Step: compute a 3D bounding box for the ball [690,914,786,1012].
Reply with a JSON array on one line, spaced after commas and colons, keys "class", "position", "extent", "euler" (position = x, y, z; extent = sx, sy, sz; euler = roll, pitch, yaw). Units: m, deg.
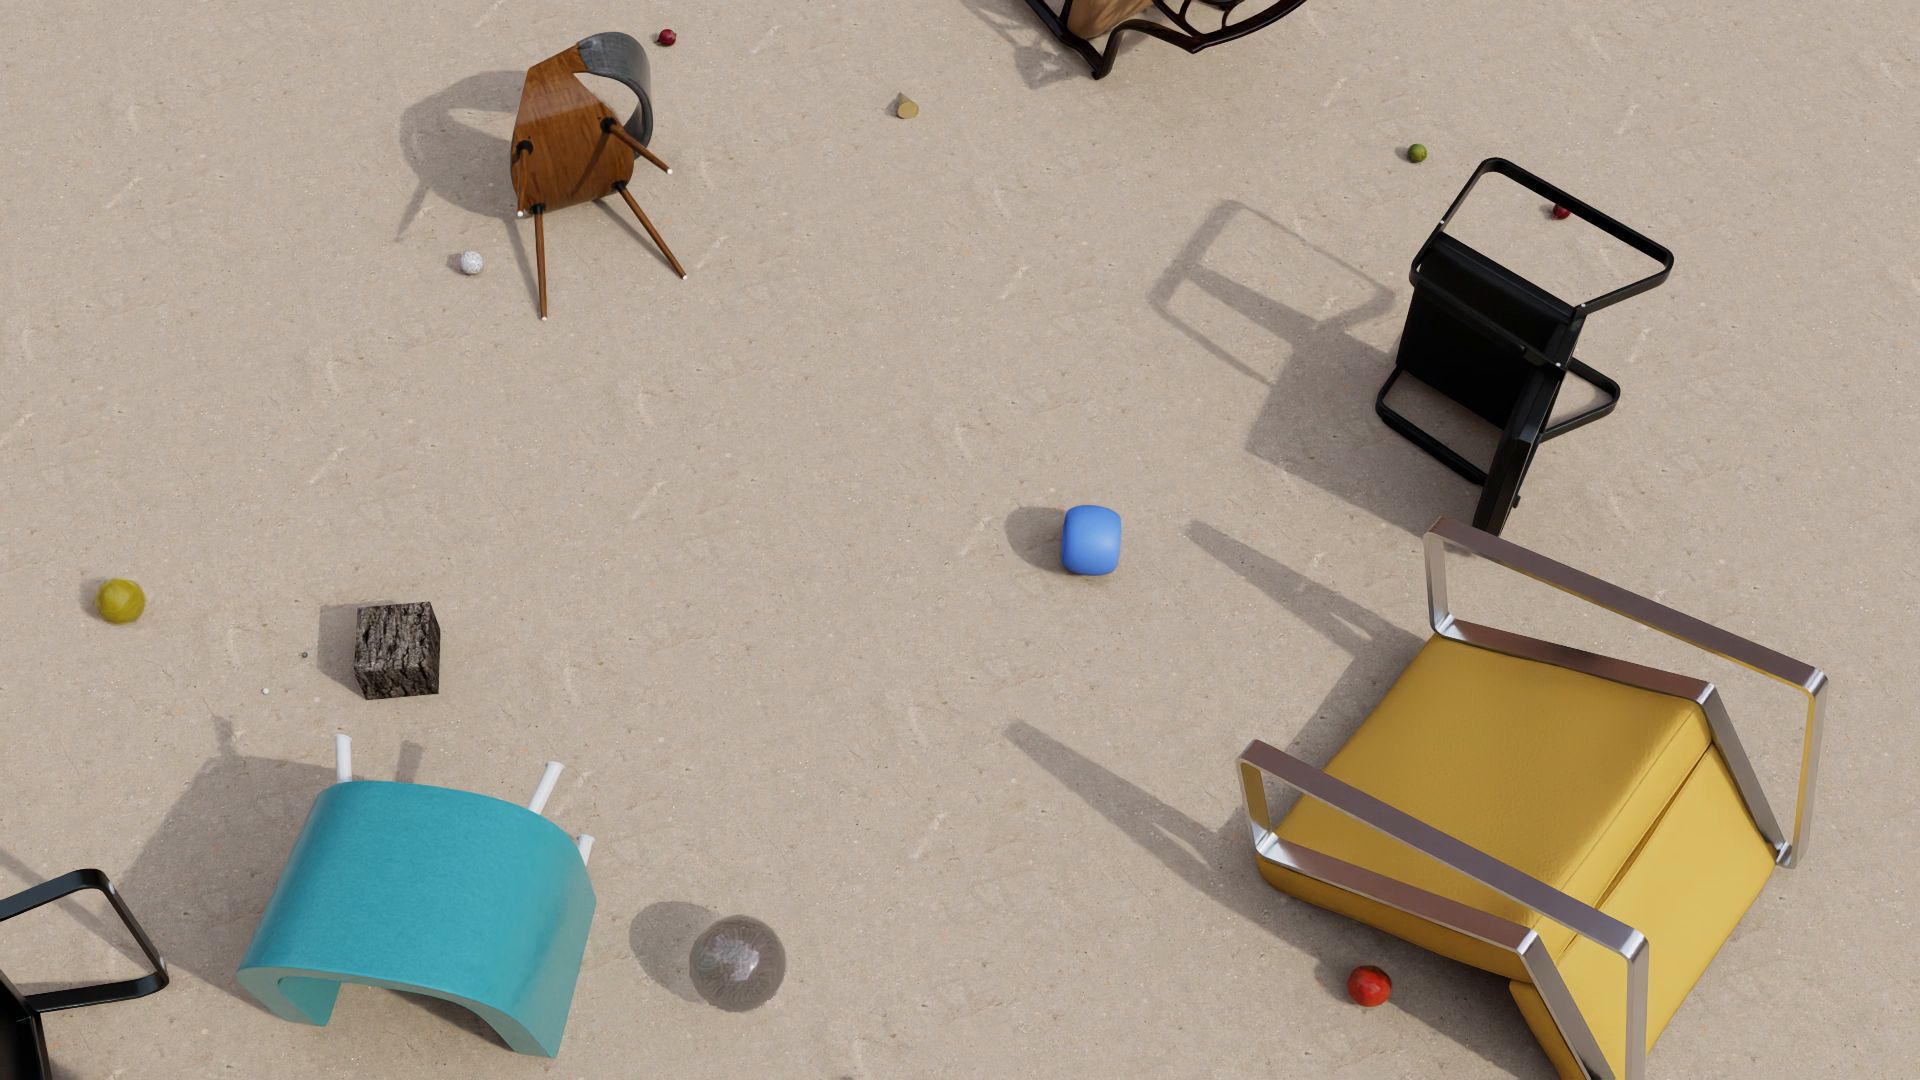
[{"class": "ball", "position": [-0.575, 1.095, 5.689], "extent": [0.250, 0.250, 0.250], "euler": [0, 56, 0]}]

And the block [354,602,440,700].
[{"class": "block", "position": [-1.602, 0.316, 6.268], "extent": [0.204, 0.155, 0.216], "euler": [-5, 56, -3]}]

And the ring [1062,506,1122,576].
[{"class": "ring", "position": [0.385, 0.001, 6.459], "extent": [0.161, 0.198, 0.221], "euler": [6, 39, -2]}]

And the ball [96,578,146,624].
[{"class": "ball", "position": [-2.433, 0.177, 6.373], "extent": [0.137, 0.137, 0.137], "euler": [0, 56, 0]}]

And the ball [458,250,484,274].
[{"class": "ball", "position": [-1.584, -0.900, 7.130], "extent": [0.079, 0.079, 0.079], "euler": [0, 56, 0]}]
